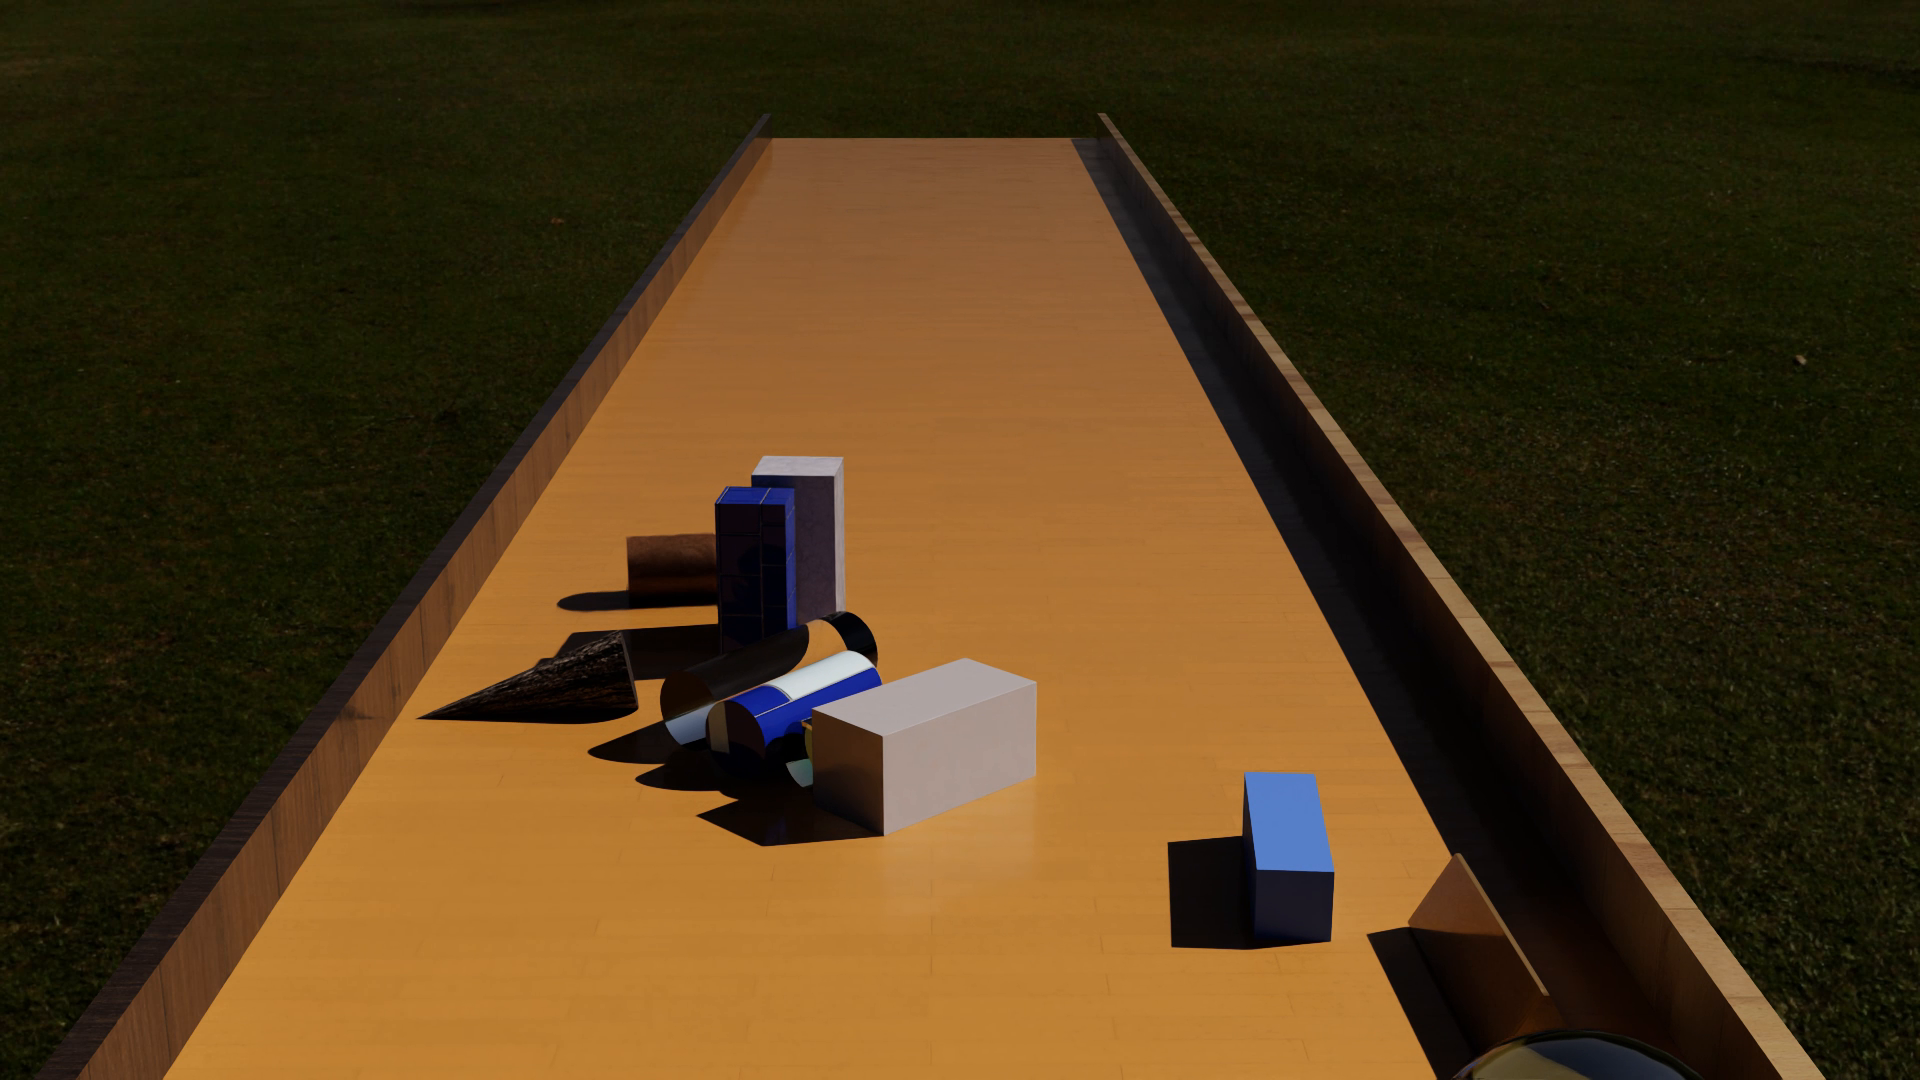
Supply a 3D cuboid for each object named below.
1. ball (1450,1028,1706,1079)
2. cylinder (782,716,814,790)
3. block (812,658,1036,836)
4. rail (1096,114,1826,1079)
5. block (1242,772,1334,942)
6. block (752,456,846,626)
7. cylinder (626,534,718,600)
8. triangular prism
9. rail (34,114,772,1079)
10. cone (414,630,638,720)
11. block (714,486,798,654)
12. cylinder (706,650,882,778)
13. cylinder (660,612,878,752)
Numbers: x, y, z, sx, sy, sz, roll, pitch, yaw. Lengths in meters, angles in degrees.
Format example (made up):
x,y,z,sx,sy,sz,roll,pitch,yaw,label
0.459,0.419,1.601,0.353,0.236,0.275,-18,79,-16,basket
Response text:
x,y,z,sx,sy,sz,roll,pitch,yaw,label
0.640,0.691,2.251,0.372,0.372,0.372,0,17,0,ball
-0.115,0.328,3.908,0.419,0.123,0.123,-16,23,-42,cylinder
-0.058,0.347,3.753,0.360,0.175,0.175,-16,23,-42,block
0.932,-0.844,7.801,0.050,0.150,12.000,0,17,-1,rail
0.504,0.484,3.403,0.112,0.112,0.370,1,17,4,block
-0.330,0.022,4.520,0.167,0.358,0.167,1,15,3,block
-0.518,0.053,4.806,0.412,0.137,0.137,-3,17,-9,cylinder
0.747,0.580,3.062,0.133,0.116,0.436,0,17,-3,triangular prism
-1.118,-0.838,7.780,0.050,0.150,12.000,0,17,-1,rail
-0.821,0.289,4.125,0.408,0.153,0.153,-13,18,-6,cone
-0.404,0.074,4.380,0.138,0.337,0.138,1,15,4,block
-0.292,0.309,3.939,0.142,0.142,0.324,12,20,35,cylinder
-0.350,0.258,4.097,0.150,0.150,0.432,13,21,37,cylinder
